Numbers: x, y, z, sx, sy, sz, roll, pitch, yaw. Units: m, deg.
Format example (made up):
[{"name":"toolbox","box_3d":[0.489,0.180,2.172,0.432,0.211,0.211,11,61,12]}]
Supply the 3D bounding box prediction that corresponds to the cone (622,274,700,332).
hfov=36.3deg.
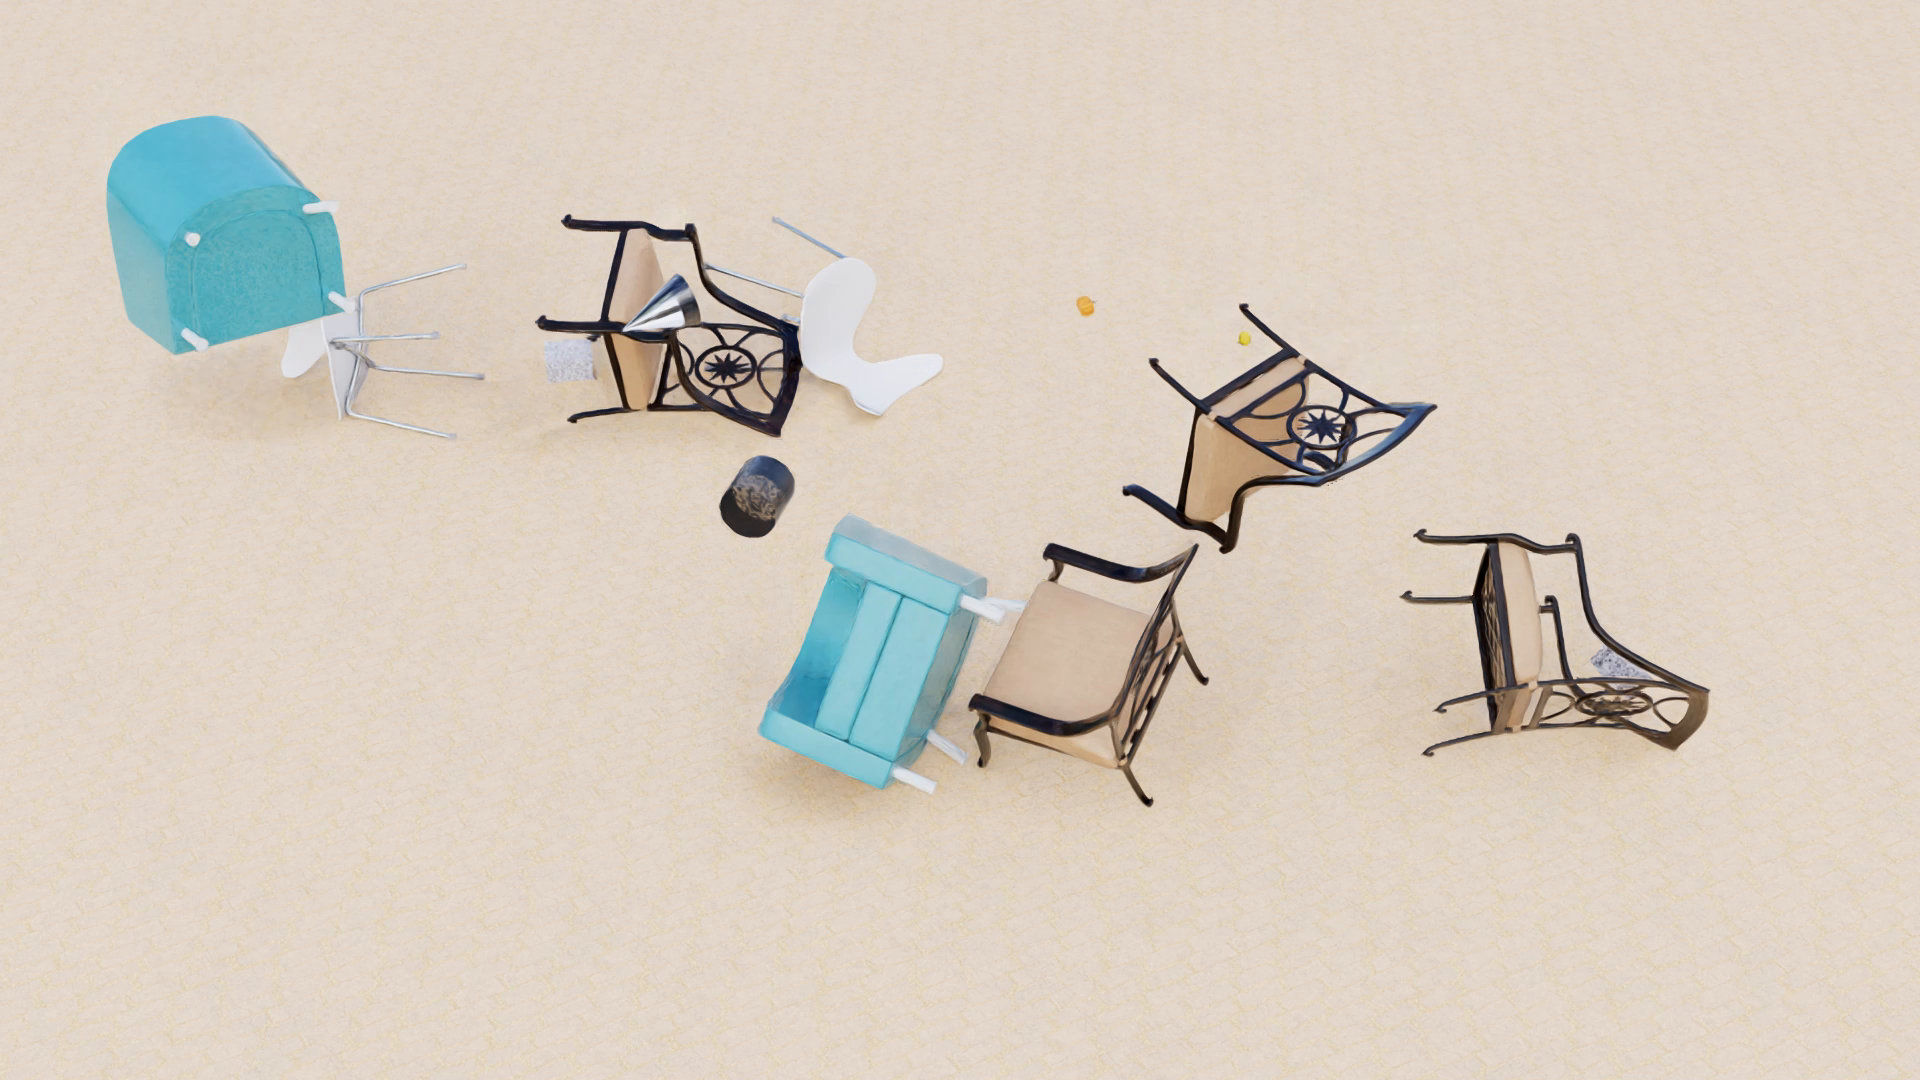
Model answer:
[{"name":"cone","box_3d":[-1.154,-0.849,11.073,0.286,0.225,0.203,-28,51,-20]}]

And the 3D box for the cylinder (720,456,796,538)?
[{"name":"cylinder","box_3d":[-0.685,-0.146,9.923,0.201,0.192,0.223,42,32,-10]}]

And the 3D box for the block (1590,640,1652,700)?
[{"name":"block","box_3d":[2.241,0.438,9.949,0.111,0.102,0.160,25,24,-40]}]

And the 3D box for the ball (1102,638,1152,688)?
[{"name":"ball","box_3d":[0.577,0.425,10.138,0.177,0.177,0.177,0,33,0]}]

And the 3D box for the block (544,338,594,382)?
[{"name":"block","box_3d":[-1.596,-0.733,11.972,0.187,0.093,0.175,-5,34,-7]}]
